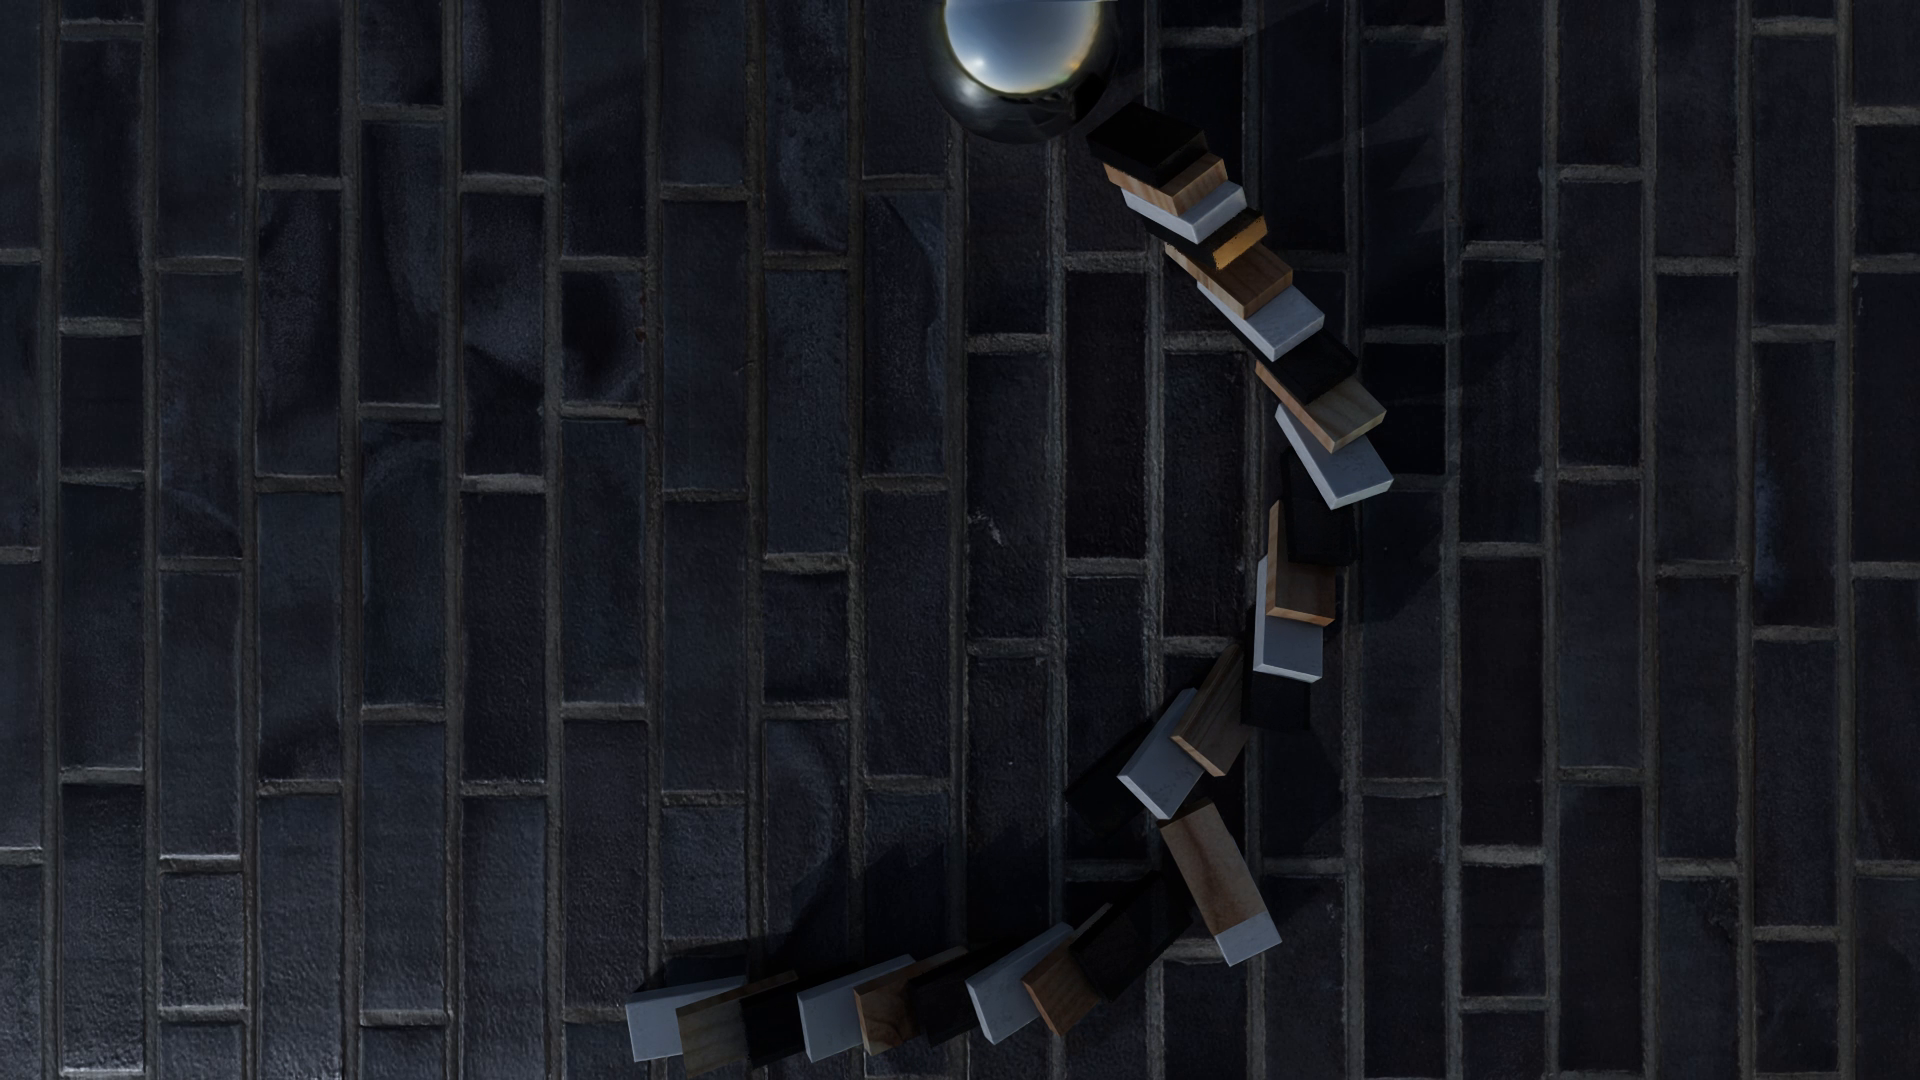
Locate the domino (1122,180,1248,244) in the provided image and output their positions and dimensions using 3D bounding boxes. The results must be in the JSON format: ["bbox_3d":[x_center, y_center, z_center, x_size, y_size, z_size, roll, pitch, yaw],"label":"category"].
[{"bbox_3d":[0.092,-0.142,0.379,0.025,0.010,0.050,-37,45,0],"label":"domino"}]

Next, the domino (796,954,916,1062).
[{"bbox_3d":[-0.041,0.196,0.386,0.050,0.009,0.025,-9,90,-24],"label":"domino"}]

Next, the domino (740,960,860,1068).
[{"bbox_3d":[-0.065,0.199,0.386,0.050,0.009,0.025,-9,90,-22],"label":"domino"}]

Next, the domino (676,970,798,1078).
[{"bbox_3d":[-0.091,0.203,0.385,0.050,0.010,0.025,-9,90,-22],"label":"domino"}]

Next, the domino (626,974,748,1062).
[{"bbox_3d":[-0.116,0.206,0.395,0.050,0.010,0.025,-9,90,0],"label":"domino"}]

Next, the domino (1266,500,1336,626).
[{"bbox_3d":[0.143,0.009,0.385,0.025,0.010,0.050,12,65,-1],"label":"domino"}]

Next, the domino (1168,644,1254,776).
[{"bbox_3d":[0.112,0.071,0.386,0.025,0.009,0.050,40,66,0],"label":"domino"}]

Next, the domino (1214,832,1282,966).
[{"bbox_3d":[0.116,0.154,0.395,0.025,0.009,0.050,-25,90,0],"label":"domino"}]

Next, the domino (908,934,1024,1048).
[{"bbox_3d":[0.006,0.189,0.385,0.050,0.010,0.025,-13,90,-24],"label":"domino"}]

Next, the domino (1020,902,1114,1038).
[{"bbox_3d":[0.052,0.180,0.385,0.050,0.010,0.025,-32,94,-23],"label":"domino"}]

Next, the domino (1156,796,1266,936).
[{"bbox_3d":[0.105,0.137,0.386,0.025,0.010,0.050,-26,90,0],"label":"domino"}]

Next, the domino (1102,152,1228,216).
[{"bbox_3d":[0.084,-0.153,0.379,0.025,0.010,0.050,-37,45,0],"label":"domino"}]

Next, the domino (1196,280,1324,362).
[{"bbox_3d":[0.125,-0.101,0.385,0.025,0.010,0.050,-35,64,0],"label":"domino"}]

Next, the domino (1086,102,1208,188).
[{"bbox_3d":[0.076,-0.164,0.379,0.025,0.010,0.050,-37,45,0],"label":"domino"}]

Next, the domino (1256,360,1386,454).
[{"bbox_3d":[0.150,-0.063,0.384,0.025,0.010,0.050,-32,64,-2],"label":"domino"}]

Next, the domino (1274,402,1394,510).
[{"bbox_3d":[0.156,-0.039,0.384,0.025,0.010,0.050,-19,63,-2],"label":"domino"}]

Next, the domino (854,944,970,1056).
[{"bbox_3d":[-0.018,0.193,0.386,0.050,0.009,0.025,-11,90,-24],"label":"domino"}]

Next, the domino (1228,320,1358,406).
[{"bbox_3d":[0.139,-0.082,0.385,0.025,0.009,0.050,-34,64,-1],"label":"domino"}]

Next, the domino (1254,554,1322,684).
[{"bbox_3d":[0.138,0.032,0.385,0.025,0.009,0.050,13,65,-3],"label":"domino"}]

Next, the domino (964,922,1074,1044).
[{"bbox_3d":[0.029,0.185,0.385,0.050,0.009,0.025,-21,91,-24],"label":"domino"}]

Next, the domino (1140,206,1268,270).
[{"bbox_3d":[0.100,-0.131,0.379,0.025,0.010,0.050,-37,45,0],"label":"domino"}]

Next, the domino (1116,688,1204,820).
[{"bbox_3d":[0.091,0.089,0.385,0.025,0.010,0.050,45,66,-2],"label":"domino"}]

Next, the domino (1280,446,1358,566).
[{"bbox_3d":[0.150,-0.015,0.385,0.025,0.010,0.050,5,65,0],"label":"domino"}]

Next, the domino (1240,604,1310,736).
[{"bbox_3d":[0.133,0.054,0.384,0.025,0.009,0.050,13,65,-3],"label":"domino"}]

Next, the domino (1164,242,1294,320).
[{"bbox_3d":[0.112,-0.117,0.384,0.025,0.009,0.050,-37,62,0],"label":"domino"}]

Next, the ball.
[{"bbox_3d":[0.024,-0.199,0.360,0.080,0.080,0.080,0,90,0],"label":"ball"}]

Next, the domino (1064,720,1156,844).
[{"bbox_3d":[0.072,0.104,0.395,0.050,0.010,0.025,-41,90,0],"label":"domino"}]

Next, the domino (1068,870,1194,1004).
[{"bbox_3d":[0.072,0.166,0.385,0.050,0.010,0.025,-33,94,-23],"label":"domino"}]
